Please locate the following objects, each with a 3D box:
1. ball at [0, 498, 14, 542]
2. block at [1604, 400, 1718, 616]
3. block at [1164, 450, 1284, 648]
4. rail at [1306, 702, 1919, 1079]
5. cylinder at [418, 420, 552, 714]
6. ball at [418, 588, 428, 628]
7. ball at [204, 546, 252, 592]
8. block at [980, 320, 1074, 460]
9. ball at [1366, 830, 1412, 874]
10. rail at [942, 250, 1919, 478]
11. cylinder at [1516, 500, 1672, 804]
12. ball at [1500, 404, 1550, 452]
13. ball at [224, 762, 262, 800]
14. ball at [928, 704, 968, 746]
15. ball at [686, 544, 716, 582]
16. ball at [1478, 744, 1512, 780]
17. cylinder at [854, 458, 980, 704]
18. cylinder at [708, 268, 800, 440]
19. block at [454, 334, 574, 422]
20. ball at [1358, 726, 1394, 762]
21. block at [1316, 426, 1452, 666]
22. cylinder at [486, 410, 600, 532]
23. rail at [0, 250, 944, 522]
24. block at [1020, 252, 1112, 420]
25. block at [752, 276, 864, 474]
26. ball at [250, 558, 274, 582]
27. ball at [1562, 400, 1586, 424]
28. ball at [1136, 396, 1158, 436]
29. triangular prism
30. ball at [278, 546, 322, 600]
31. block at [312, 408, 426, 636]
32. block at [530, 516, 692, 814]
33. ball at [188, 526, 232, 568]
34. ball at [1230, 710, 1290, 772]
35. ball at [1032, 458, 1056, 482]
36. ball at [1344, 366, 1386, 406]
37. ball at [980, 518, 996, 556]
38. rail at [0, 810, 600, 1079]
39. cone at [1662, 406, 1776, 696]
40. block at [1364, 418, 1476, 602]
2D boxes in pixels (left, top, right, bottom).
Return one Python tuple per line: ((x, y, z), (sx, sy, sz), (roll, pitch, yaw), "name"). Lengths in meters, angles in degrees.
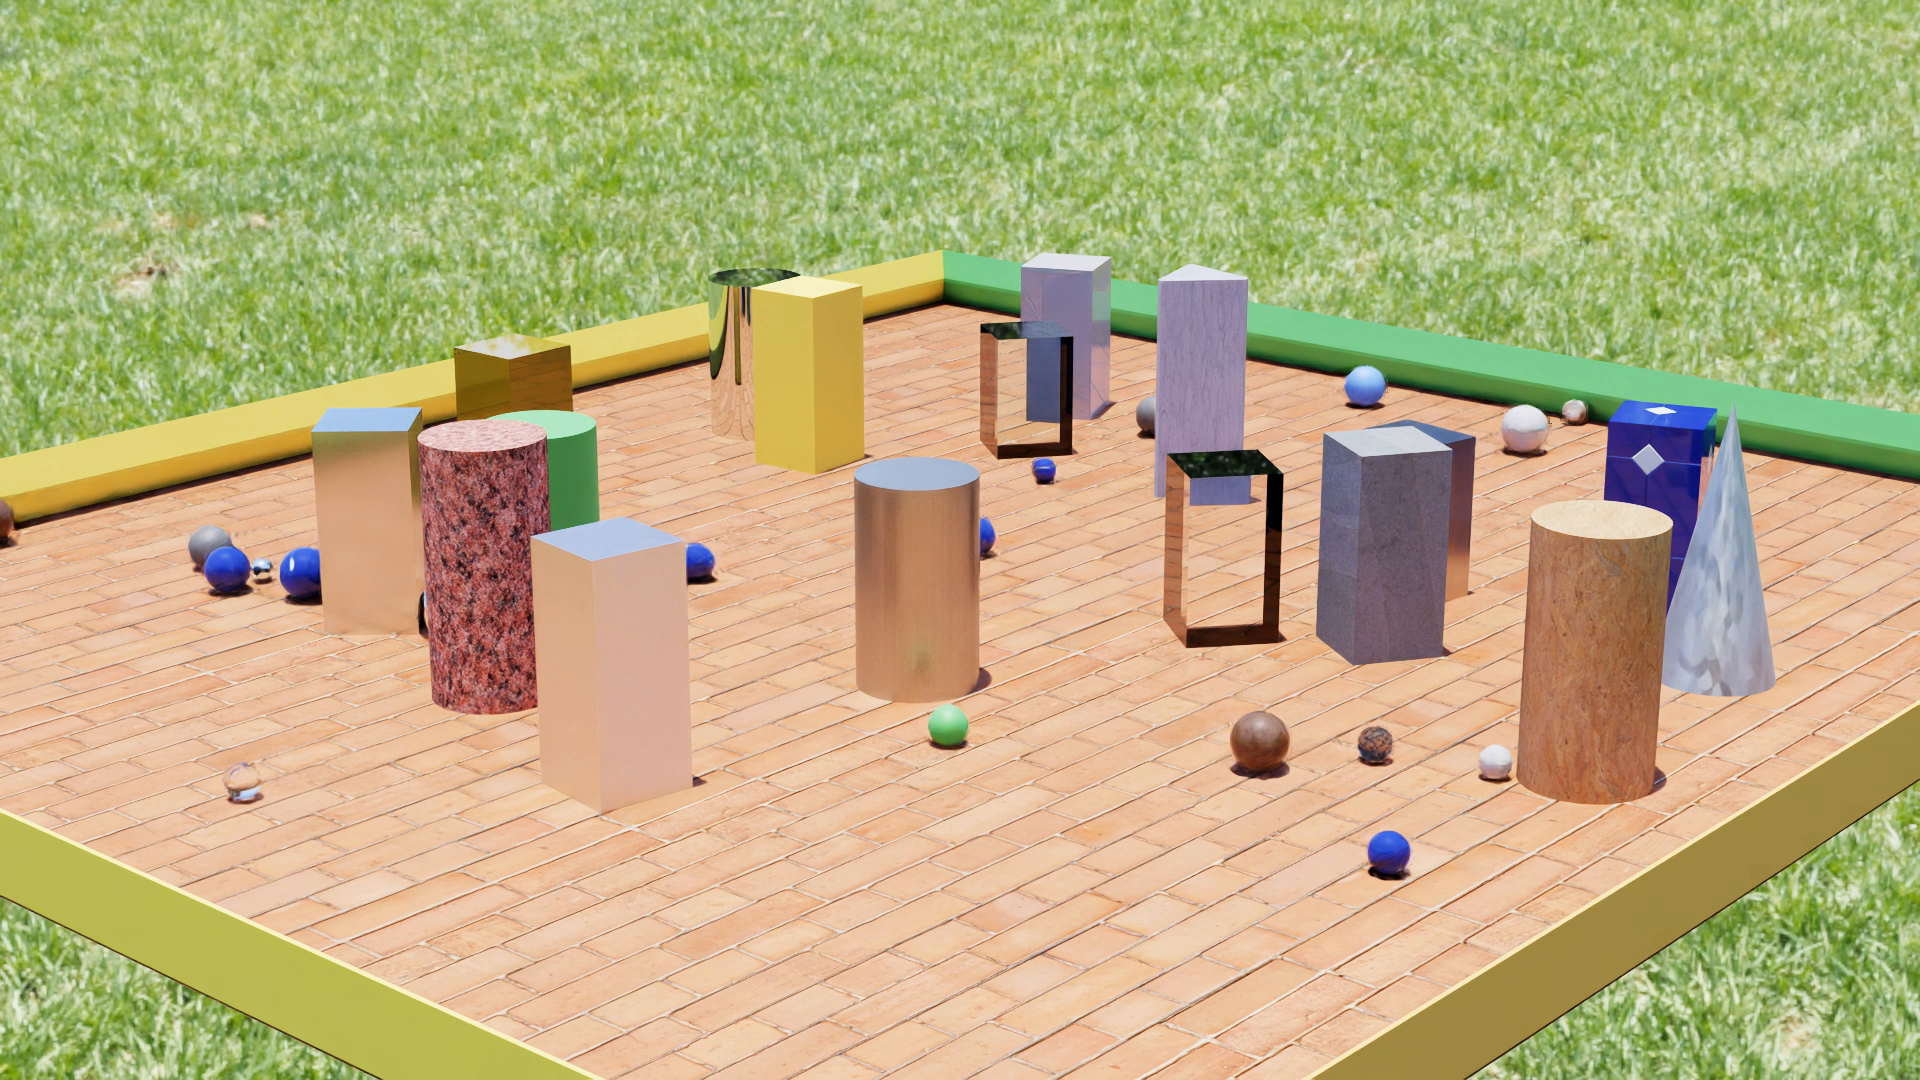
((-1.795, -0.037, 5.412), (0.094, 0.094, 0.094), (0, 17, 0), "ball")
((1.199, -0.053, 5.045), (0.158, 0.336, 0.158), (7, 18, 21), "block")
((0.438, 0.013, 4.901), (0.158, 0.293, 0.158), (-3, 17, -10), "block")
((1.222, 0.338, 4.104), (0.045, 0.128, 3.646), (14, 22, 39), "rail")
((-0.737, 0.041, 4.585), (0.198, 0.423, 0.198), (0, 17, 0), "cylinder")
((-0.861, 0.112, 4.917), (0.094, 0.094, 0.094), (0, 17, 0), "ball")
((-1.285, 0.051, 5.142), (0.081, 0.081, 0.081), (0, 17, 0), "ball")
((0.136, -0.311, 6.052), (0.158, 0.250, 0.158), (-4, 17, -12), "block")
((0.578, 0.421, 3.952), (0.059, 0.059, 0.059), (0, 17, 0), "ball")
((1.180, -0.360, 6.421), (3.285, 0.128, 0.045), (14, 22, 39), "rail")
((0.914, 0.160, 4.232), (0.198, 0.397, 0.198), (0, 17, 0), "cylinder")
((1.164, -0.229, 6.041), (0.099, 0.099, 0.099), (0, 17, 0), "ball")
((-1.030, 0.346, 4.212), (0.053, 0.053, 0.053), (0, 17, 0), "ball")
((-0.018, 0.279, 4.421), (0.061, 0.061, 0.061), (0, 17, 0), "ball")
((-0.467, 0.040, 5.206), (0.065, 0.065, 0.065), (0, 17, 0), "ball")
((0.783, 0.325, 4.288), (0.051, 0.051, 0.051), (0, 17, 0), "ball")
((-0.068, 0.062, 4.646), (0.198, 0.347, 0.198), (0, 17, 0), "cylinder")
((-0.430, -0.393, 6.189), (0.198, 0.328, 0.198), (0, 17, 0), "cylinder")
((-0.862, -0.229, 5.689), (0.158, 0.302, 0.158), (14, 21, 38), "block")
((0.617, 0.303, 4.355), (0.053, 0.053, 0.053), (0, 17, 0), "ball")
((0.694, 0.008, 4.816), (0.158, 0.352, 0.158), (-5, 17, -15), "block")
((-0.709, -0.030, 4.961), (0.198, 0.341, 0.198), (0, 17, 0), "cylinder")
((-1.222, -0.274, 6.136), (0.045, 0.128, 3.646), (14, 22, 39), "rail")
((0.229, -0.442, 6.353), (0.158, 0.327, 0.158), (5, 18, 17), "block")
((-0.307, -0.336, 5.942), (0.158, 0.361, 0.158), (12, 21, 35), "block")
((-1.239, 0.053, 5.206), (0.042, 0.042, 0.042), (0, 17, 0), "ball")
((1.313, -0.274, 6.271), (0.053, 0.053, 0.053), (0, 17, 0), "ball")
((0.411, -0.263, 6.178), (0.085, 0.085, 0.085), (0, 17, 0), "ball")
((0.459, -0.313, 5.743), (0.171, 0.432, 0.148), (-2, 17, -5), "triangular prism")
((-1.138, 0.058, 5.101), (0.092, 0.092, 0.092), (0, 17, 0), "ball")
((-0.990, -0.032, 4.947), (0.158, 0.354, 0.158), (0, 17, -2), "block")
((-0.500, 0.177, 4.215), (0.158, 0.375, 0.158), (-14, 21, -38), "block")
((-1.348, 0.013, 5.275), (0.078, 0.078, 0.078), (0, 17, 0), "ball")
((0.441, 0.296, 4.316), (0.089, 0.089, 0.089), (0, 17, 0), "ball")
((0.168, -0.139, 5.831), (0.048, 0.048, 0.048), (0, 17, 0), "ball")
((0.887, -0.337, 6.418), (0.089, 0.089, 0.089), (0, 17, 0), "ball")
((0.031, -0.007, 5.353), (0.071, 0.071, 0.071), (0, 17, 0), "ball")
((-1.180, 0.424, 3.819), (3.285, 0.128, 0.045), (14, 22, 39), "rail")
((1.213, 0.001, 4.660), (0.198, 0.457, 0.198), (0, 17, 0), "cone")
((0.777, -0.044, 5.101), (0.158, 0.287, 0.158), (-13, 21, -37), "block")
